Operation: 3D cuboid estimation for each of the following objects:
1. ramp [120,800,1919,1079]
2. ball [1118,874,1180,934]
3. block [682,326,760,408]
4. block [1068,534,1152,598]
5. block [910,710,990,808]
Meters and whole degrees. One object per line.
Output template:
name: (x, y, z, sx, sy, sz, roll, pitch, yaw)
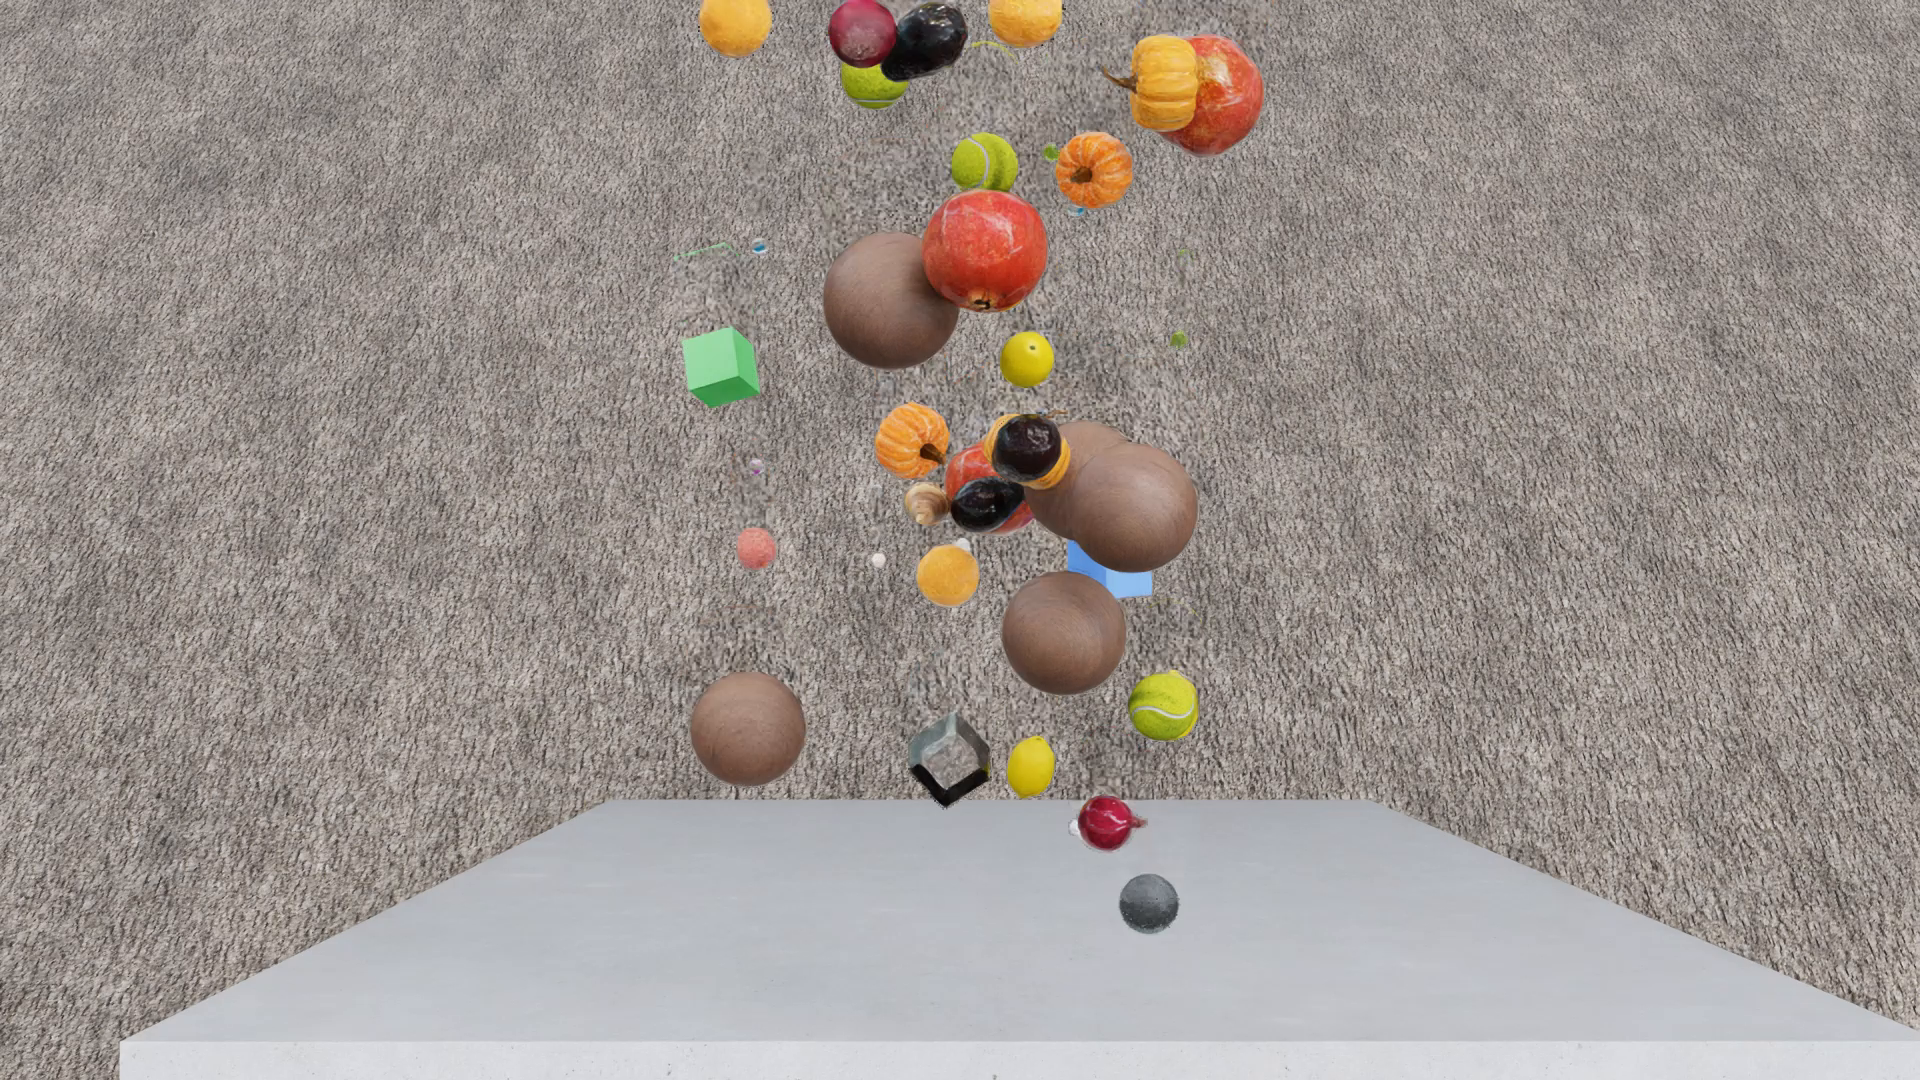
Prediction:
ramp: (0.078, 0.667, 4.848, 2.000, 0.100, 4.000, 0, -2, 0)
ball: (0.209, 0.403, 2.874, 0.066, 0.066, 0.066, 0, 35, 0)
block: (-0.249, -0.180, 2.705, 0.056, 0.056, 0.056, -15, 70, 14)
block: (0.175, 0.031, 3.046, 0.069, 0.069, 0.069, -3, 3, -37)
block: (-0.010, 0.232, 2.754, 0.060, 0.060, 0.060, -34, 22, 17)
